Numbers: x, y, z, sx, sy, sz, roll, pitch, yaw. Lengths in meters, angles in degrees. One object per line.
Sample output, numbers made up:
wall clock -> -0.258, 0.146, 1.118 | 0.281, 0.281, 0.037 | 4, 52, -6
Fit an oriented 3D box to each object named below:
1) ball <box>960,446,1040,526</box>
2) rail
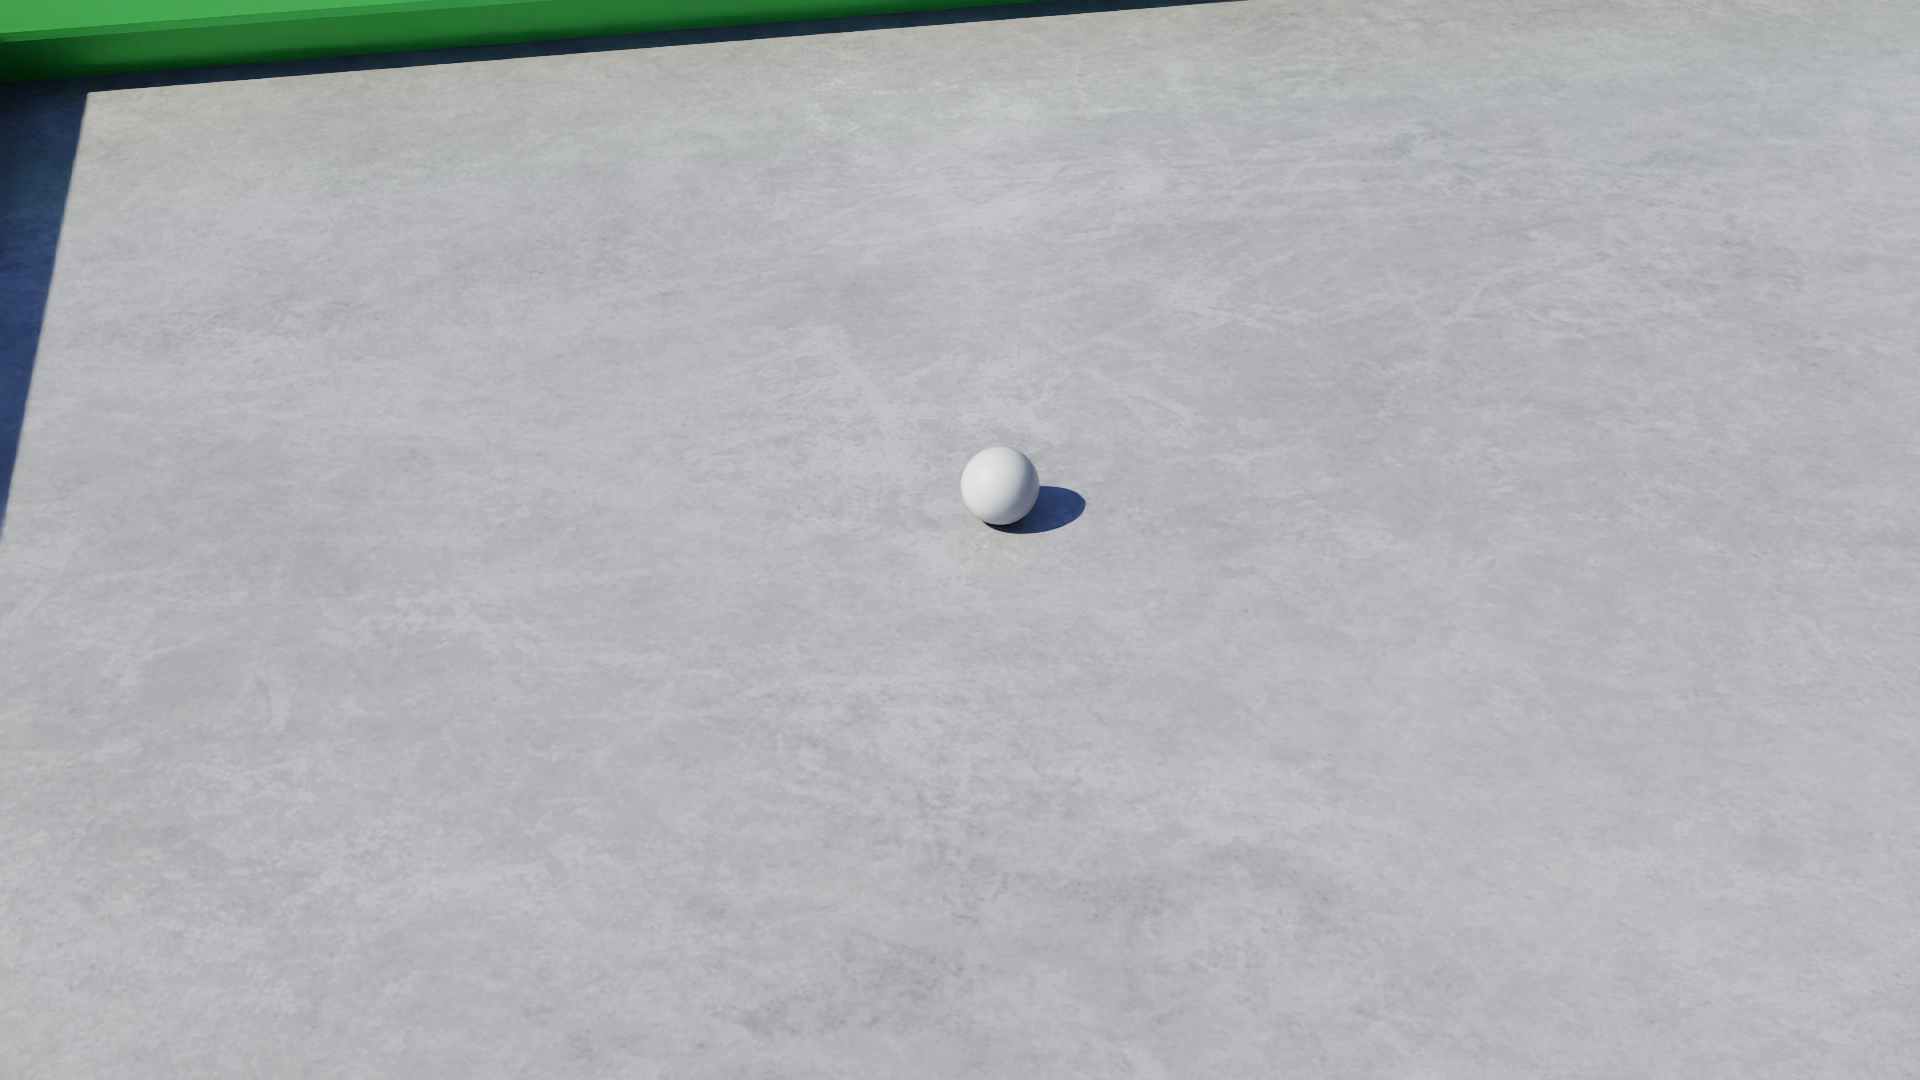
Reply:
ball -> 0.026, -0.036, 1.675 | 0.052, 0.052, 0.052 | 0, 36, 0
rail -> 0.562, -0.582, 2.366 | 2.900, 0.120, 0.045 | -6, 37, -9
